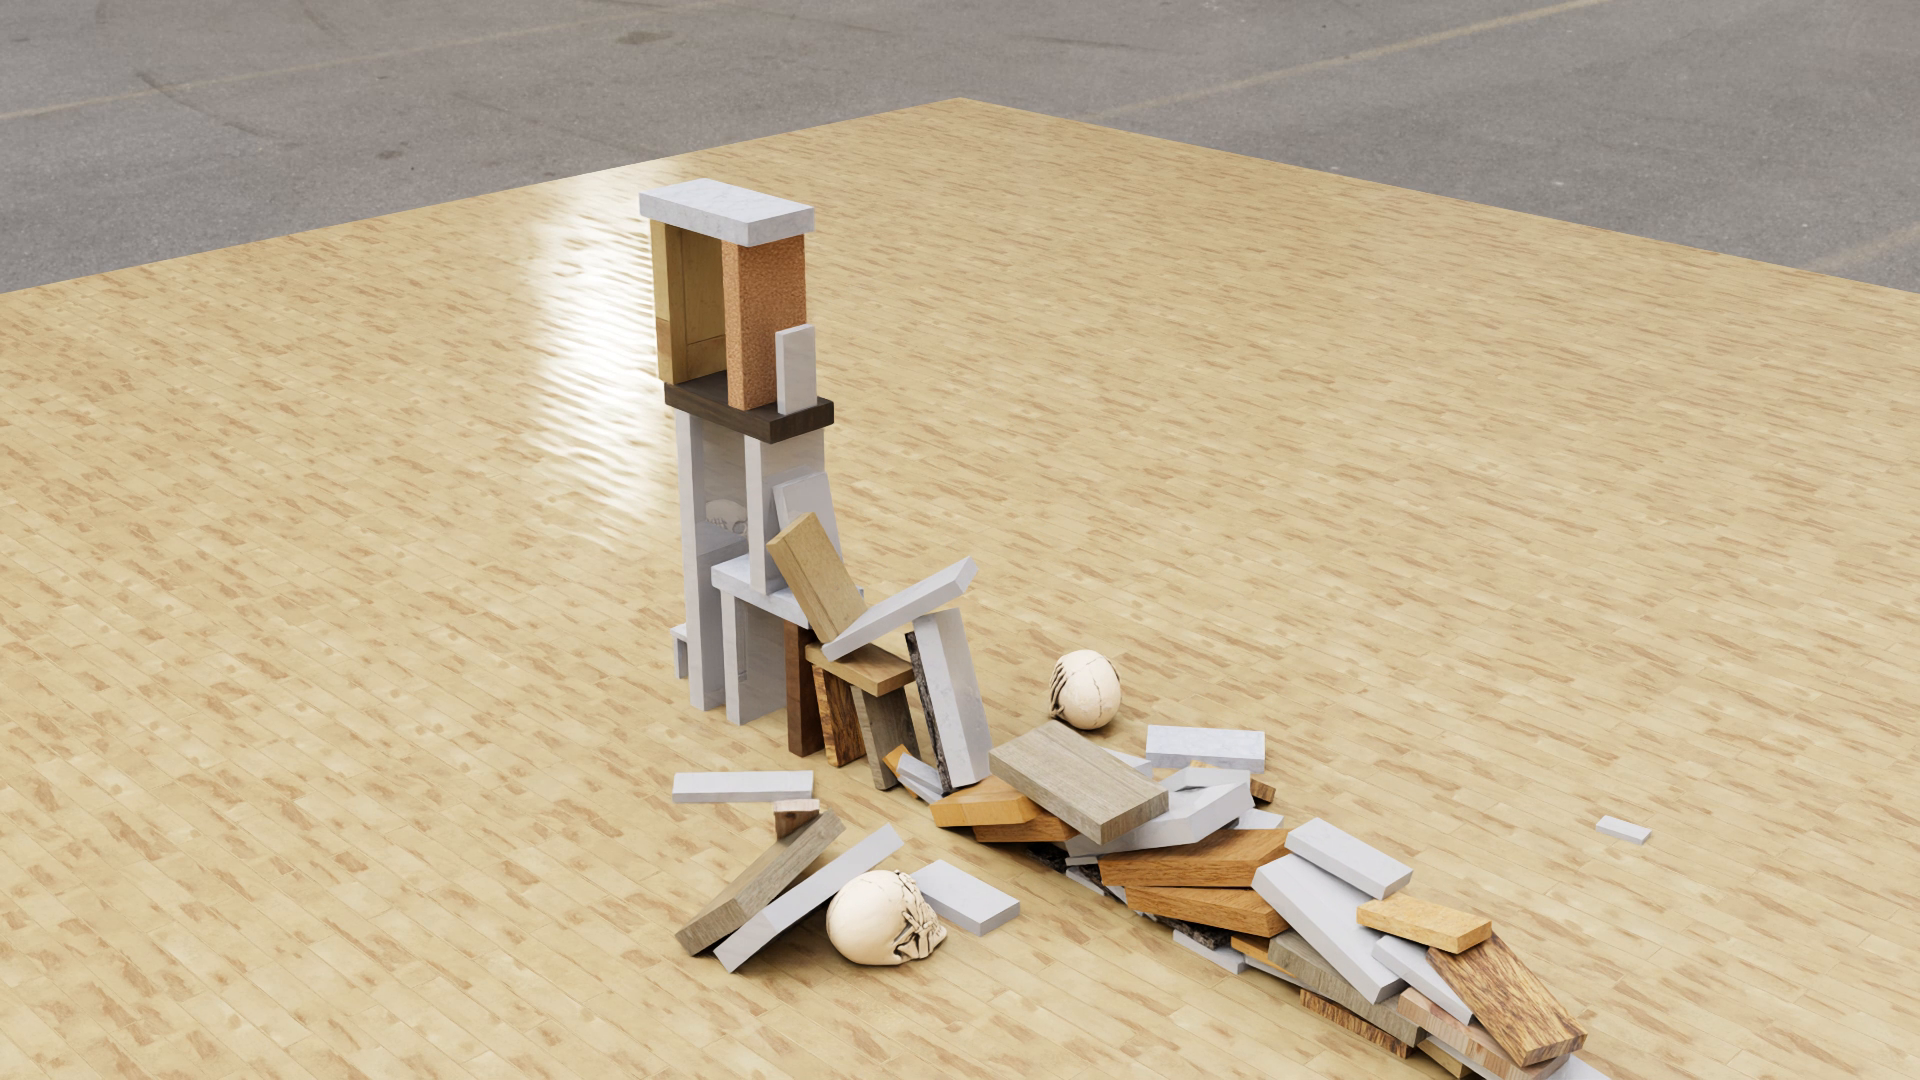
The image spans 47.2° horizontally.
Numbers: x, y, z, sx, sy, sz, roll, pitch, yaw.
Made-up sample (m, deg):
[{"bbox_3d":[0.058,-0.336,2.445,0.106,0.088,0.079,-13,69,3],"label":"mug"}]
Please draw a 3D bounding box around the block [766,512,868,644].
[{"bbox_3d":[-0.292,0.077,4.510,0.034,0.242,0.121,-6,29,48],"label":"block"}]

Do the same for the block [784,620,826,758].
[{"bbox_3d":[-0.295,0.292,4.673,0.156,0.312,0.044,-21,31,-40],"label":"block"}]

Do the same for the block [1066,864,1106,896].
[{"bbox_3d":[0.257,0.648,4.215,0.050,0.014,0.099,-20,30,-39],"label":"block"}]

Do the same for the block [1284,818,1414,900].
[{"bbox_3d":[0.677,0.554,3.829,0.200,0.028,0.100,28,27,32],"label":"block"}]

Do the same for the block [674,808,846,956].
[{"bbox_3d":[-0.366,0.631,4.077,0.176,0.050,0.352,-35,2,34],"label":"block"}]

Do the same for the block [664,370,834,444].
[{"bbox_3d":[-0.441,-0.286,4.578,0.172,0.049,0.344,-21,31,-41],"label":"block"}]

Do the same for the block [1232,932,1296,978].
[{"bbox_3d":[0.562,0.723,3.884,0.076,0.022,0.153,-18,24,-36],"label":"block"}]

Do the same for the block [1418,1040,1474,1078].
[{"bbox_3d":[0.803,0.815,3.720,0.111,0.031,0.222,-15,33,-33],"label":"block"}]

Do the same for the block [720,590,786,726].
[{"bbox_3d":[-0.441,0.235,4.807,0.044,0.312,0.156,21,31,41],"label":"block"}]

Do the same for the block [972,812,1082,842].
[{"bbox_3d":[0.174,0.529,4.250,0.164,0.047,0.328,-22,4,-30],"label":"block"}]

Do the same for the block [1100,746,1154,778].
[{"bbox_3d":[0.273,0.468,4.531,0.124,0.035,0.248,-15,13,-30],"label":"block"}]

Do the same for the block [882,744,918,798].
[{"bbox_3d":[-0.106,0.476,4.526,0.053,0.015,0.105,-35,81,-38],"label":"block"}]

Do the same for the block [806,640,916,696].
[{"bbox_3d":[-0.205,0.254,4.548,0.112,0.032,0.224,-21,32,-40],"label":"block"}]

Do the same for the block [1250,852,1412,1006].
[{"bbox_3d":[0.660,0.653,3.773,0.153,0.043,0.305,-16,45,-35],"label":"block"}]

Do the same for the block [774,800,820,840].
[{"bbox_3d":[-0.313,0.555,4.250,0.085,0.169,0.024,-2,54,-3],"label":"block"}]

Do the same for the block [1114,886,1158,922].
[{"bbox_3d":[0.345,0.667,4.116,0.104,0.015,0.052,38,42,27],"label":"block"}]

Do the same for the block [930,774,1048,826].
[{"bbox_3d":[0.094,0.505,4.308,0.164,0.047,0.329,-22,4,-31],"label":"block"}]

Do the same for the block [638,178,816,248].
[{"bbox_3d":[-0.475,-0.667,4.462,0.174,0.049,0.347,-21,31,-41],"label":"block"}]

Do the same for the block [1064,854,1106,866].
[{"bbox_3d":[0.250,0.603,4.196,0.049,0.014,0.099,-21,2,-35],"label":"block"}]

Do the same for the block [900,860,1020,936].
[{"bbox_3d":[-0.001,0.672,4.138,0.212,0.030,0.106,21,31,41],"label":"block"}]

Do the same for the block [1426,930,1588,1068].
[{"bbox_3d":[0.887,0.741,3.579,0.127,0.036,0.254,-8,36,-27],"label":"block"}]

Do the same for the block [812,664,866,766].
[{"bbox_3d":[-0.244,0.352,4.640,0.032,0.224,0.112,8,22,45],"label":"block"}]

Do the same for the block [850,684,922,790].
[{"bbox_3d":[-0.150,0.391,4.555,0.112,0.224,0.032,-22,13,-41],"label":"block"}]

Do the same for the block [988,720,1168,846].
[{"bbox_3d":[0.220,0.451,4.127,0.164,0.047,0.328,-22,33,-31],"label":"block"}]

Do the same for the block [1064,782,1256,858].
[{"bbox_3d":[0.370,0.527,4.136,0.172,0.049,0.345,-23,4,-40],"label":"block"}]

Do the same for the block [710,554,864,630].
[{"bbox_3d":[-0.368,0.100,4.670,0.156,0.044,0.312,-21,31,-41],"label":"block"}]

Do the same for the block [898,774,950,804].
[{"bbox_3d":[-0.073,0.504,4.489,0.105,0.015,0.053,36,30,4],"label":"block"}]

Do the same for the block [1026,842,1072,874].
[{"bbox_3d":[0.181,0.617,4.288,0.049,0.014,0.099,-20,30,-39],"label":"block"}]

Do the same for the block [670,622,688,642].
[{"bbox_3d":[-0.602,0.215,4.968,0.104,0.015,0.052,21,31,41],"label":"block"}]

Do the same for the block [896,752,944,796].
[{"bbox_3d":[-0.077,0.478,4.491,0.105,0.015,0.053,29,30,-8],"label":"block"}]
